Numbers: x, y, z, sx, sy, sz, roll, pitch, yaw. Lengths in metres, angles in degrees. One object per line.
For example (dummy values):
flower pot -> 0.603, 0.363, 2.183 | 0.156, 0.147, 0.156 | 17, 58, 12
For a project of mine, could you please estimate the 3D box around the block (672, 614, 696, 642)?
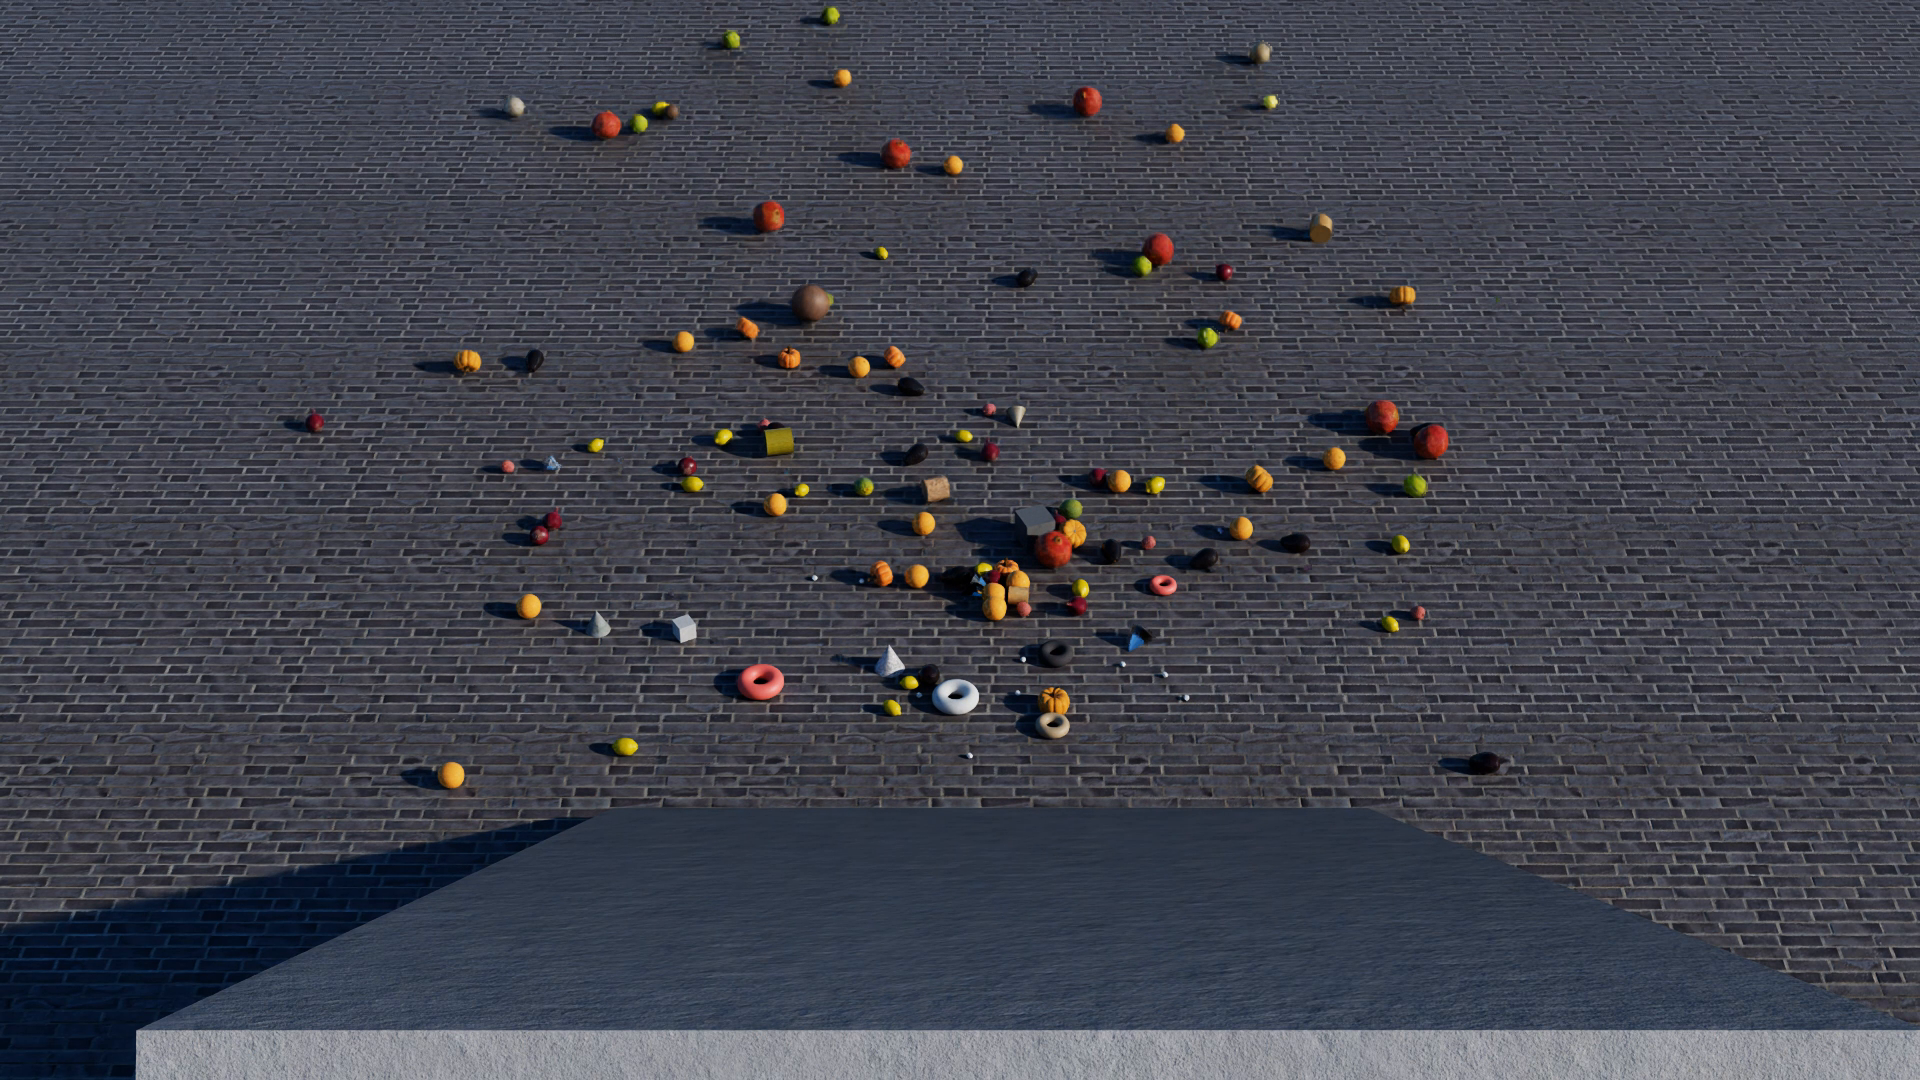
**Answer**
block -> -0.806, 0.259, 7.600 | 0.052, 0.052, 0.052 | -19, 41, -24

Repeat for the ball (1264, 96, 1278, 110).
ball -> 1.228, -1.734, 10.296 | 0.055, 0.055, 0.055 | 0, 36, 0

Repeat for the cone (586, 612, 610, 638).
cone -> -1.063, 0.234, 7.616 | 0.074, 0.074, 0.074 | 0, 36, 0

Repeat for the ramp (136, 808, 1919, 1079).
ramp -> 0.080, 0.679, 4.900 | 2.000, 0.100, 4.000 | 0, -2, 0

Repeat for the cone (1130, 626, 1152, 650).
cone -> 0.511, 0.298, 7.564 | 0.072, 0.072, 0.072 | 26, 70, 31

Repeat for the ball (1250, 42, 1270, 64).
ball -> 1.225, -1.987, 10.614 | 0.085, 0.085, 0.085 | 0, 36, 0

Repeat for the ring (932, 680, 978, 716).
ring -> -0.013, 0.444, 7.356 | 0.134, 0.045, 0.134 | -1, 36, 1

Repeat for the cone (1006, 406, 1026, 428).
cone -> 0.186, -0.395, 8.504 | 0.065, 0.065, 0.065 | -2, 63, -3

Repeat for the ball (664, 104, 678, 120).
ball -> -1.136, -1.683, 10.224 | 0.058, 0.058, 0.058 | 0, 36, 0

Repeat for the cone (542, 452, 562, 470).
cone -> -1.294, -0.241, 8.299 | 0.058, 0.058, 0.058 | 20, 32, -18

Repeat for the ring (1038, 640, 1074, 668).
ring -> 0.276, 0.329, 7.521 | 0.104, 0.035, 0.104 | -1, 37, 1

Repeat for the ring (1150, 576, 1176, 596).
ring -> 0.608, 0.136, 7.788 | 0.083, 0.028, 0.083 | 1, 36, -1

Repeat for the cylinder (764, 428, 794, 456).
cylinder -> -0.583, -0.316, 8.351 | 0.085, 0.085, 0.085 | -7, 37, -10

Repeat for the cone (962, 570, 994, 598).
cone -> 0.066, 0.149, 7.759 | 0.090, 0.090, 0.090 | 30, 39, -4

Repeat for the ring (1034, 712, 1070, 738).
ring -> 0.258, 0.518, 7.265 | 0.098, 0.033, 0.098 | 1, 36, -1

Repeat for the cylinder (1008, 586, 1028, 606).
cylinder -> 0.174, 0.167, 7.720 | 0.058, 0.058, 0.058 | 4, 37, 5

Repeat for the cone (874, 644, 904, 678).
cone -> -0.203, 0.334, 7.469 | 0.087, 0.087, 0.087 | 0, 36, 0

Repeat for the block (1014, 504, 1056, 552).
block -> 0.229, -0.037, 7.966 | 0.094, 0.094, 0.094 | -14, 39, -18

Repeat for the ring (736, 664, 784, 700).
ring -> -0.569, 0.405, 7.410 | 0.135, 0.045, 0.135 | 0, 38, 0

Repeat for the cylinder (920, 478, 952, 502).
cylinder -> -0.075, -0.157, 8.147 | 0.071, 0.071, 0.071 | -6, 36, -25

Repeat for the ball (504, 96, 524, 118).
ball -> -1.754, -1.704, 10.233 | 0.082, 0.082, 0.082 | 0, 36, 0
